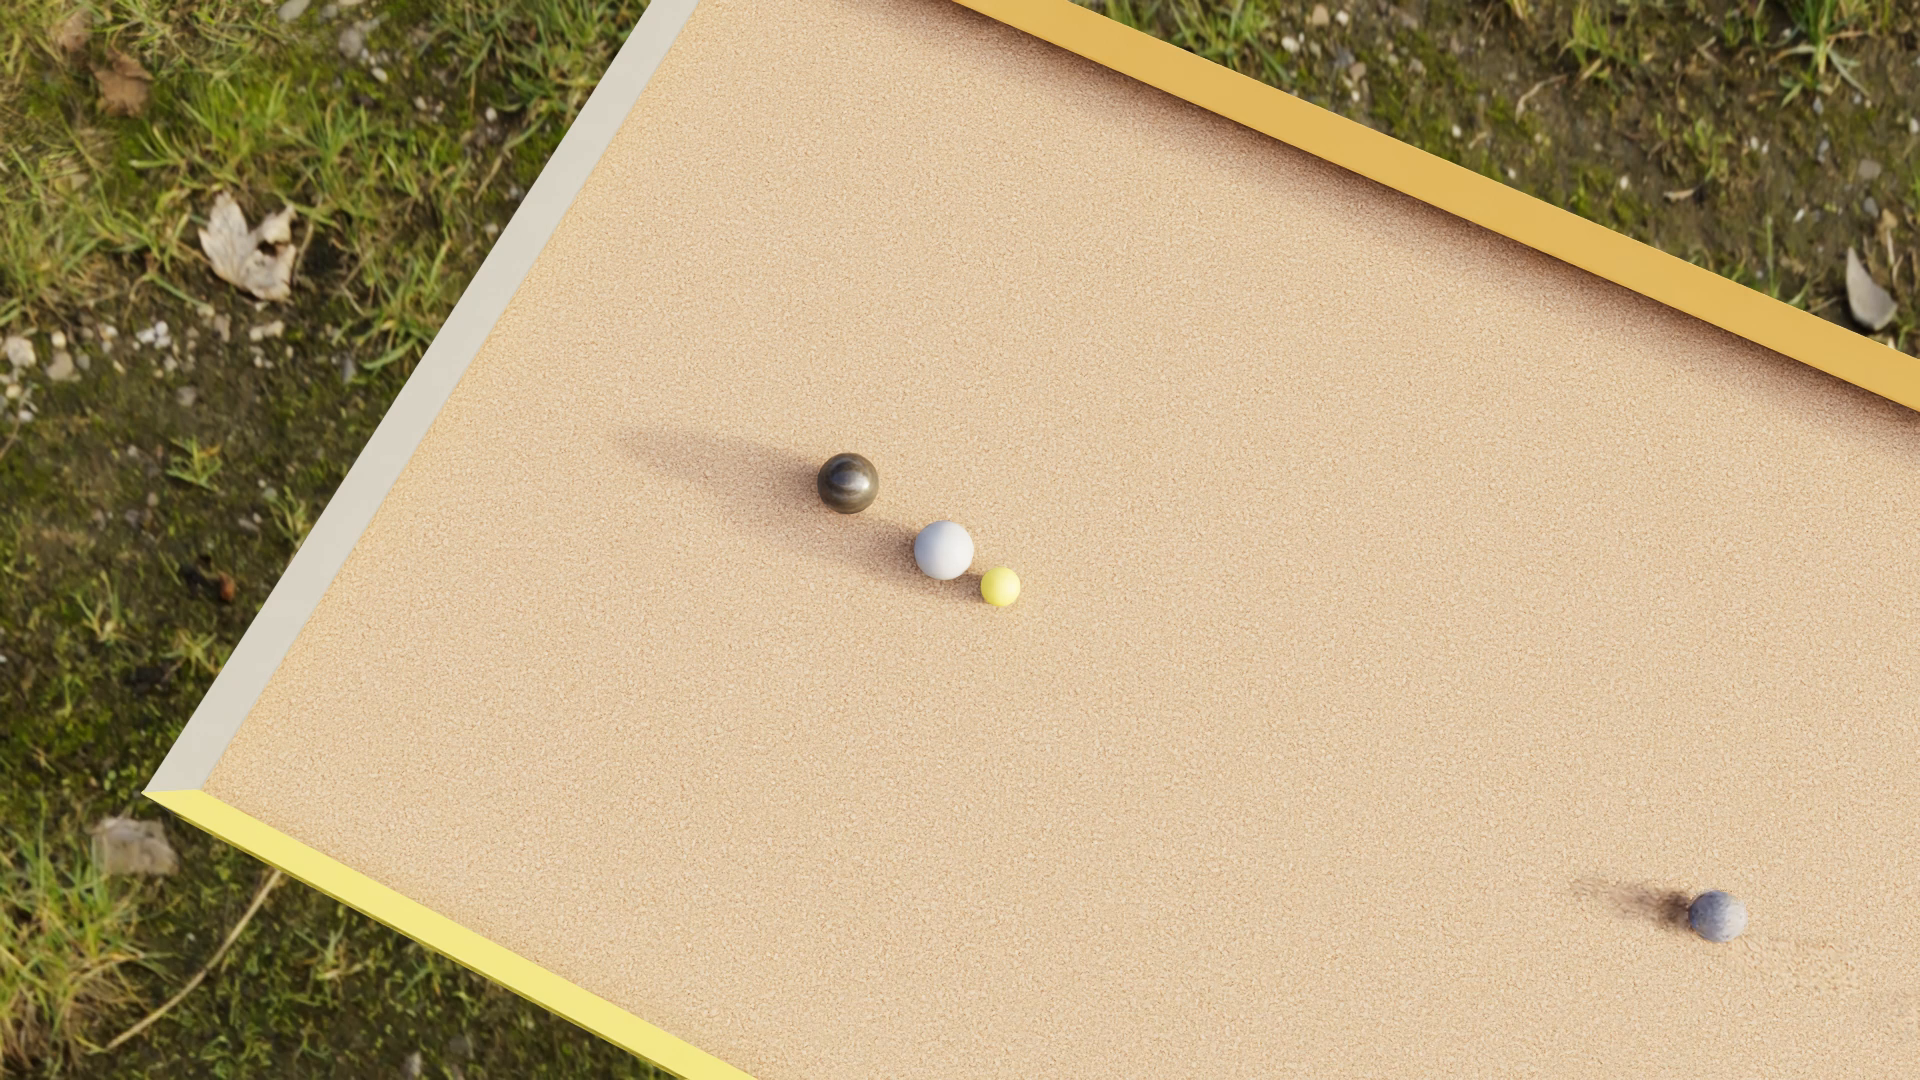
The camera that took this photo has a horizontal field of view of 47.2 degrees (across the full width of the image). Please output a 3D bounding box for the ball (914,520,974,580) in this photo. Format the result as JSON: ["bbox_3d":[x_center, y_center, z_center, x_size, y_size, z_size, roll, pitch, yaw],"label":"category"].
[{"bbox_3d":[-0.025,0.016,3.431,0.094,0.094,0.094,0,70,0],"label":"ball"}]

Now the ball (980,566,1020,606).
[{"bbox_3d":[0.063,0.073,3.426,0.062,0.062,0.062,0,70,0],"label":"ball"}]

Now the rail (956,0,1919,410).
[{"bbox_3d":[1.186,-0.388,3.561,3.520,0.128,0.045,25,72,9],"label":"rail"}]

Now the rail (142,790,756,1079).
[{"bbox_3d":[0.389,1.109,3.006,3.520,0.128,0.045,25,72,9],"label":"rail"}]

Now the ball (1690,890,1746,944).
[{"bbox_3d":[1.117,0.555,3.239,0.078,0.078,0.078,0,70,0],"label":"ball"}]

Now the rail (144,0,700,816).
[{"bbox_3d":[-0.766,-0.366,3.553,0.045,0.128,1.831,25,72,9],"label":"rail"}]

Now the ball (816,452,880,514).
[{"bbox_3d":[-0.176,-0.089,3.467,0.098,0.098,0.098,0,70,0],"label":"ball"}]
